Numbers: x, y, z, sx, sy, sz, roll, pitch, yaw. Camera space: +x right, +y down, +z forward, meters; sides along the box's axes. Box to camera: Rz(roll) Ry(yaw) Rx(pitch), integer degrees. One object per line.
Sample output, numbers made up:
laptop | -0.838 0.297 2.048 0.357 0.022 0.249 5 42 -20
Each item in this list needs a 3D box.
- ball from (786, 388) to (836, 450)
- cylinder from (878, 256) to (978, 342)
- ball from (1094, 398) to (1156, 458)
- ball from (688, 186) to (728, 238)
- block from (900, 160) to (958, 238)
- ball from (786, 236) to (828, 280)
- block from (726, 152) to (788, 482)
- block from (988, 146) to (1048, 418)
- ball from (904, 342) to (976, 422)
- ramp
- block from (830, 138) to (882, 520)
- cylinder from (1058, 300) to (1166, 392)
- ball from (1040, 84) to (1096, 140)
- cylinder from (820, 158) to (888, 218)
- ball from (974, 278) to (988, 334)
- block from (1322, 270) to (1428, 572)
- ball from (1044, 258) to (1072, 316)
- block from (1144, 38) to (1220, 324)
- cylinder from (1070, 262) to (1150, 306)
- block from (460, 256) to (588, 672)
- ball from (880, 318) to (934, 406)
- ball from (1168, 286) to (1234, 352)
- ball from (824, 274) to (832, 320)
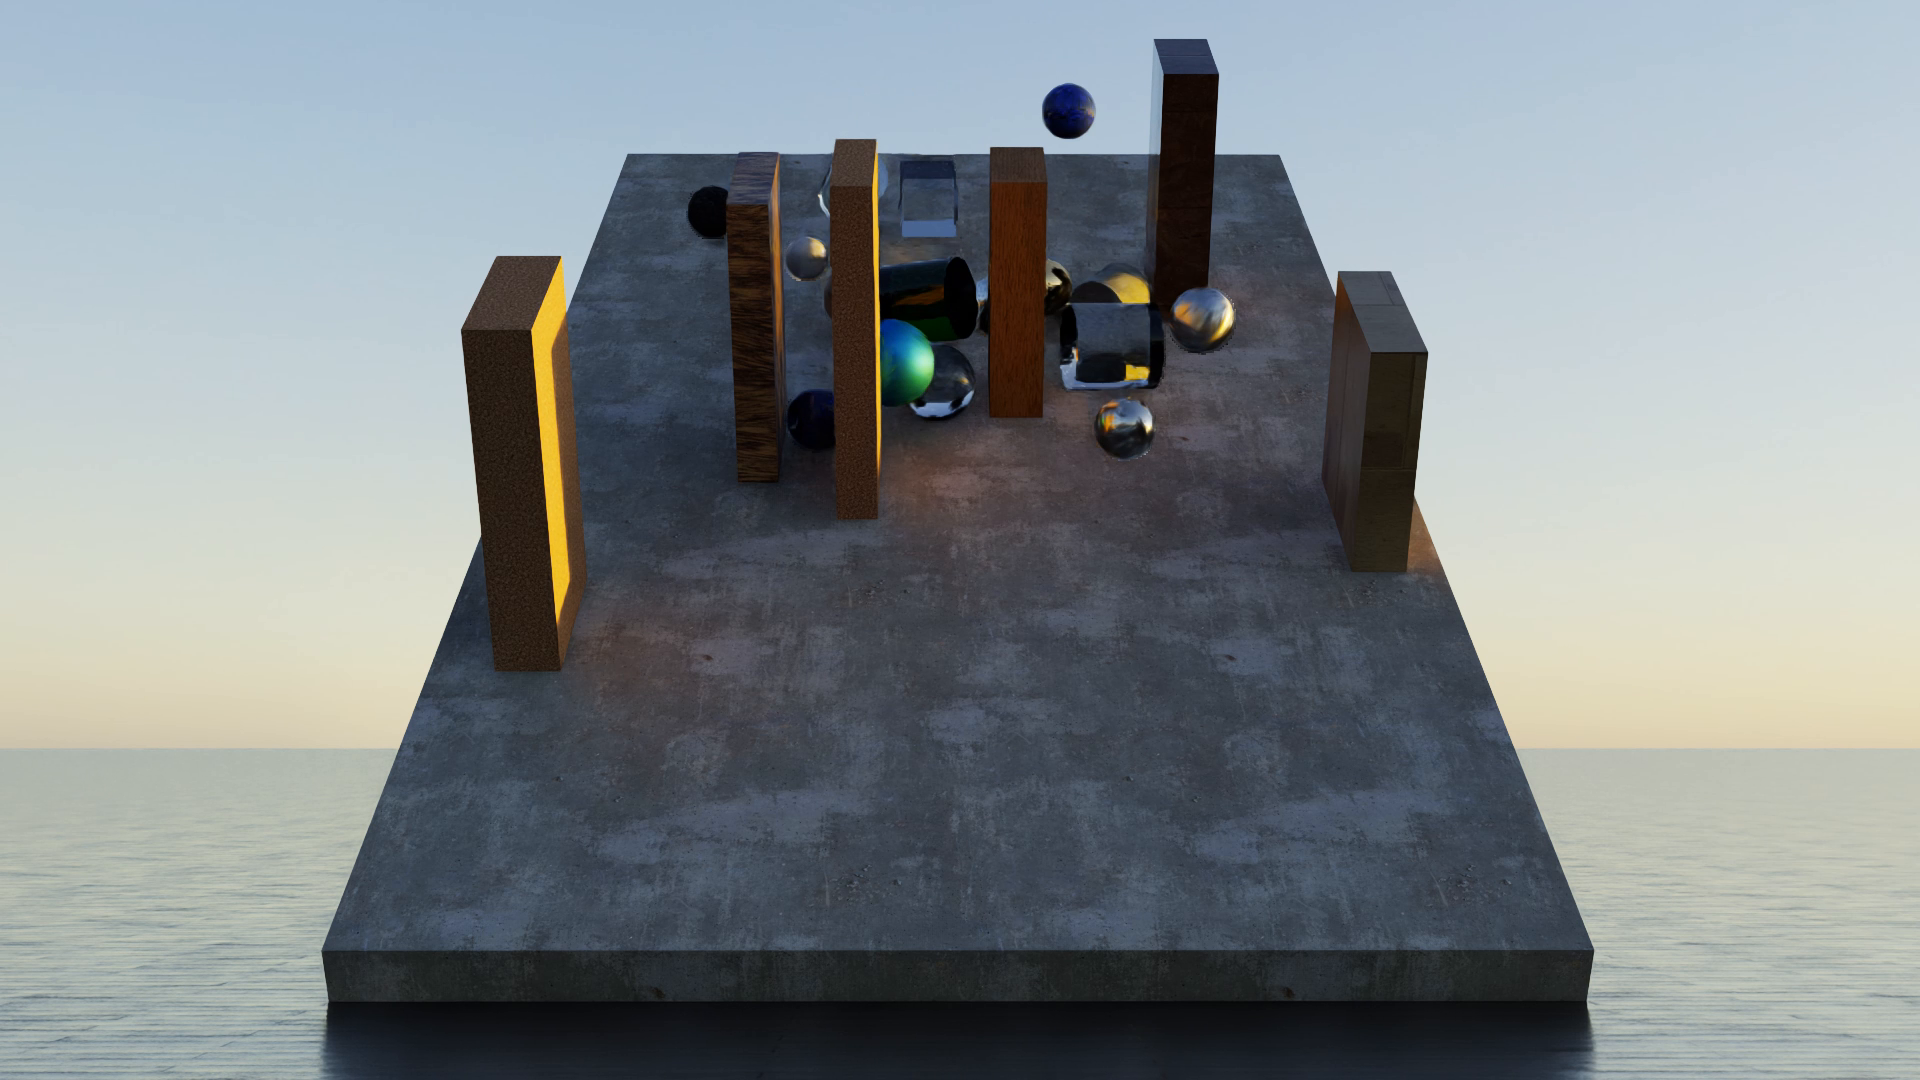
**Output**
ball | -0.320 -0.272 5.345 0.140 0.140 0.140 0 -5 0
cylinder | -0.086 -0.562 5.611 0.193 0.193 0.193 -4 -6 24
ball | 0.370 -0.252 5.324 0.137 0.137 0.137 0 -5 0
ball | -0.686 -0.912 6.595 0.143 0.143 0.143 0 -5 0
block | -0.090 -0.954 6.639 0.152 0.152 0.152 -2 40 -4
ball | -0.408 -0.749 6.313 0.113 0.113 0.113 0 -5 0
block | -0.444 -0.492 5.235 0.088 0.641 0.353 0 27 0
block | 0.131 -0.598 5.521 0.124 0.573 0.254 0 27 0
ball | -0.054 -0.365 5.496 0.181 0.181 0.181 0 -5 0
ramp | -0.011 -0.226 5.531 2.000 0.100 4.000 0 27 0
block | -0.219 -0.445 5.035 0.087 0.743 0.308 0 27 0
cylinder | 0.359 -0.460 5.639 0.207 0.207 0.207 -5 -4 -13
ball | 0.310 -1.222 6.770 0.157 0.157 0.157 0 -5 0
cylinder | -0.292 -0.966 6.503 0.163 0.163 0.163 1 -14 -13
ball | 0.091 -0.589 5.965 0.149 0.149 0.149 0 -5 0
block | 0.858 -0.252 4.947 0.112 0.486 0.445 0 27 0
ball | 0.215 -0.645 6.077 0.148 0.148 0.148 0 -5 0
block | 0.560 -0.914 6.051 0.135 0.651 0.315 0 27 0
cylinder | 0.379 -0.604 5.990 0.153 0.153 0.153 -3 22 34
block | -0.818 -0.146 4.501 0.124 0.695 0.372 0 27 0
ball | -0.155 -0.398 5.340 0.197 0.197 0.197 0 -5 0
ball | 0.568 -0.519 5.578 0.153 0.153 0.153 0 -5 0
ball | -0.254 -0.611 5.971 0.181 0.181 0.181 0 -5 0
